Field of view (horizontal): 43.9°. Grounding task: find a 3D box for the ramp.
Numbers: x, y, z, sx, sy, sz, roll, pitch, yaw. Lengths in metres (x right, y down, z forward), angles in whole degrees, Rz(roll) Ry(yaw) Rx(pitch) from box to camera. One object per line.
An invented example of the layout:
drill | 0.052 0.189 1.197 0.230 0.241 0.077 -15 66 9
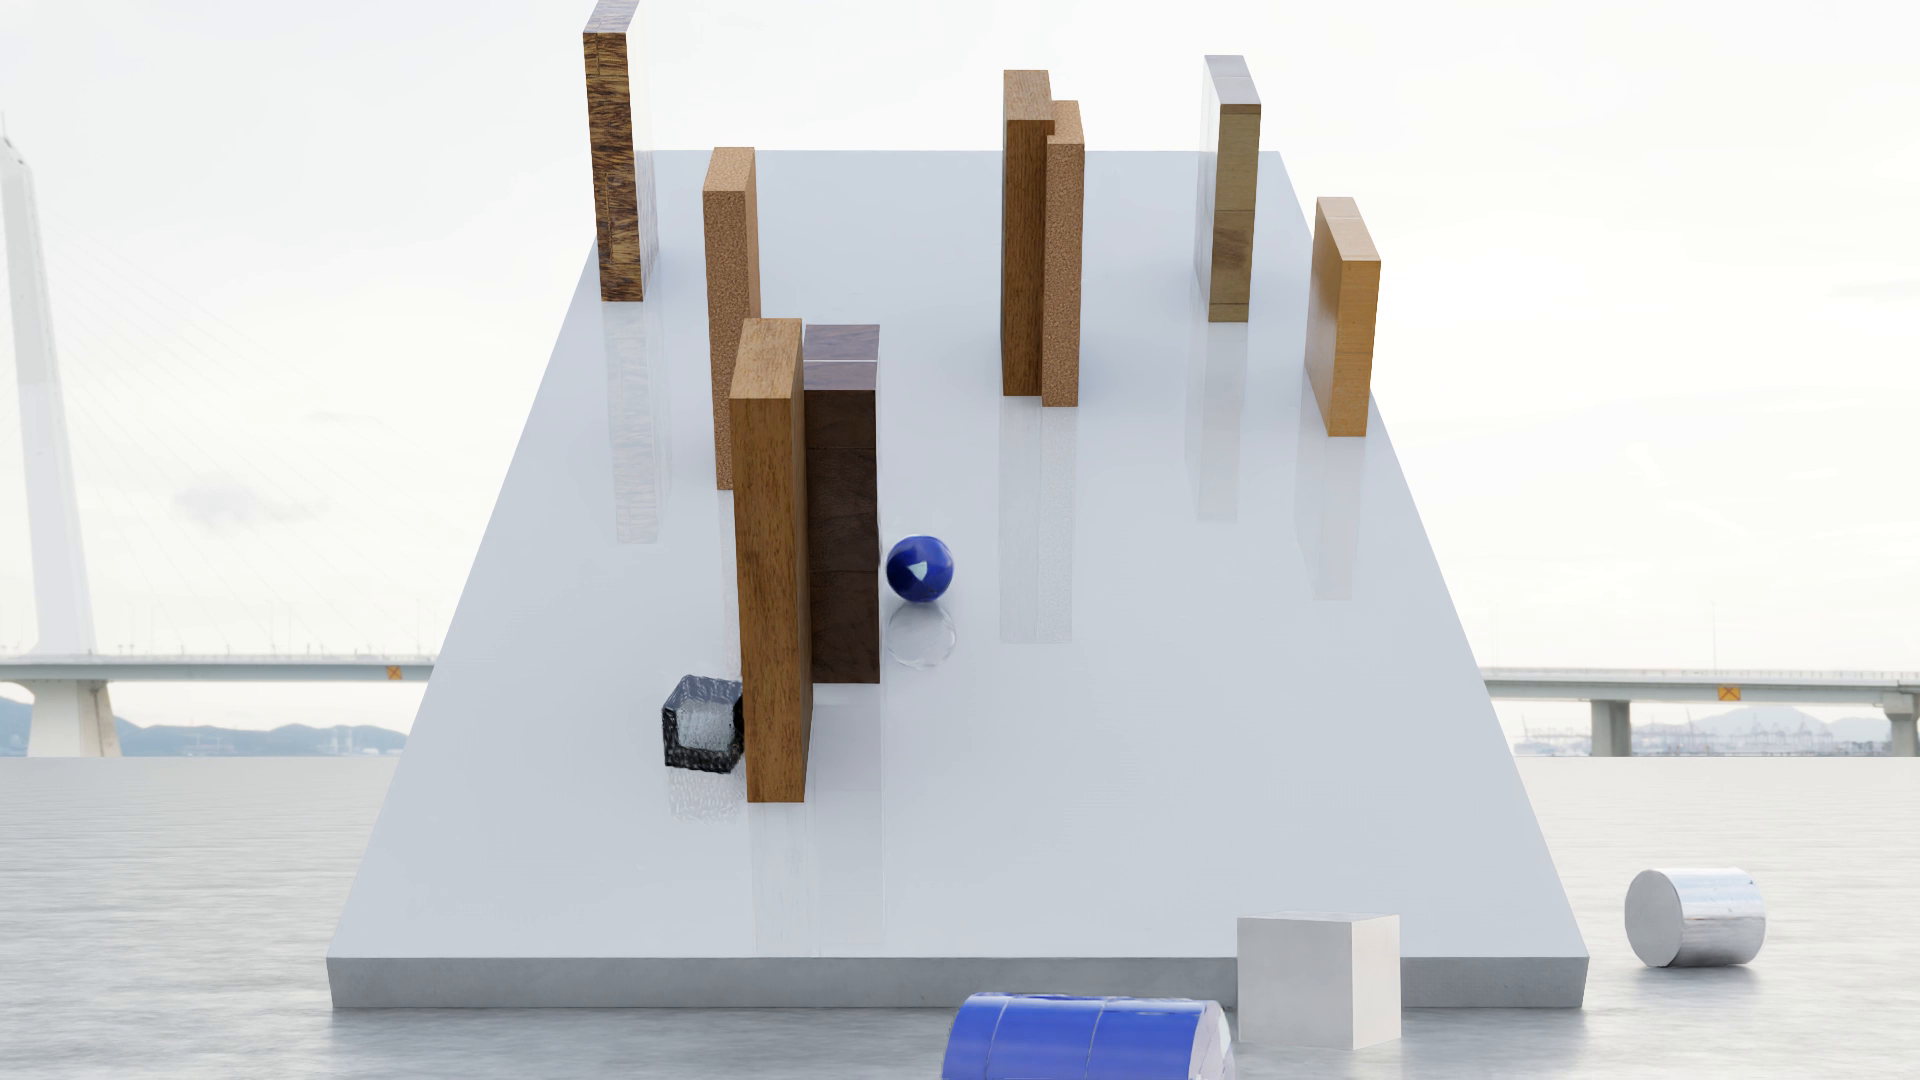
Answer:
ramp | -0.011 -0.224 5.560 2.000 0.100 4.000 0 28 0

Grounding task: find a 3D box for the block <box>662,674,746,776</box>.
block | -0.453 0.330 4.262 0.121 0.121 0.121 7 28 12

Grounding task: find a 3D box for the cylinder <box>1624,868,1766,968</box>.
cylinder | 1.402 0.720 4.546 0.186 0.186 0.186 2 -5 -20

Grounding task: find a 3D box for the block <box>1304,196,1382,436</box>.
block | 0.892 -0.528 5.573 0.087 0.432 0.424 0 28 0

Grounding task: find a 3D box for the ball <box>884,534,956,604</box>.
ball | -0.080 0.057 4.751 0.140 0.140 0.140 0 -5 0

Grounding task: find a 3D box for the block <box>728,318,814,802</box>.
block | -0.321 0.038 4.119 0.098 0.771 0.335 0 28 0

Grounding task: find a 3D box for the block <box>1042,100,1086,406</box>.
block | 0.237 -0.677 5.622 0.083 0.646 0.326 0 28 0

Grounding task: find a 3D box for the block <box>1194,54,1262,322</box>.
block | 0.686 -0.910 6.146 0.102 0.576 0.424 0 28 0

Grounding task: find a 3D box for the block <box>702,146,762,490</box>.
block | -0.490 -0.482 5.199 0.088 0.689 0.287 0 28 0

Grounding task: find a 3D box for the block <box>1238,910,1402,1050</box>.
block | 0.513 0.624 3.393 0.174 0.174 0.174 -3 -6 32

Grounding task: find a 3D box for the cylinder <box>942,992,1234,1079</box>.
cylinder | 0.110 0.485 1.990 0.204 0.204 0.204 -2 -5 18

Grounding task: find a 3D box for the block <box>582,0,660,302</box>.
block | -0.880 -1.028 6.216 0.108 0.711 0.392 0 28 0

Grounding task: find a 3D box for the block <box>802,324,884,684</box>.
block | -0.221 -0.068 4.499 0.139 0.607 0.303 0 28 0

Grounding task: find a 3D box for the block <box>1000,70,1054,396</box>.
block | 0.158 -0.737 5.698 0.108 0.681 0.394 0 28 0
